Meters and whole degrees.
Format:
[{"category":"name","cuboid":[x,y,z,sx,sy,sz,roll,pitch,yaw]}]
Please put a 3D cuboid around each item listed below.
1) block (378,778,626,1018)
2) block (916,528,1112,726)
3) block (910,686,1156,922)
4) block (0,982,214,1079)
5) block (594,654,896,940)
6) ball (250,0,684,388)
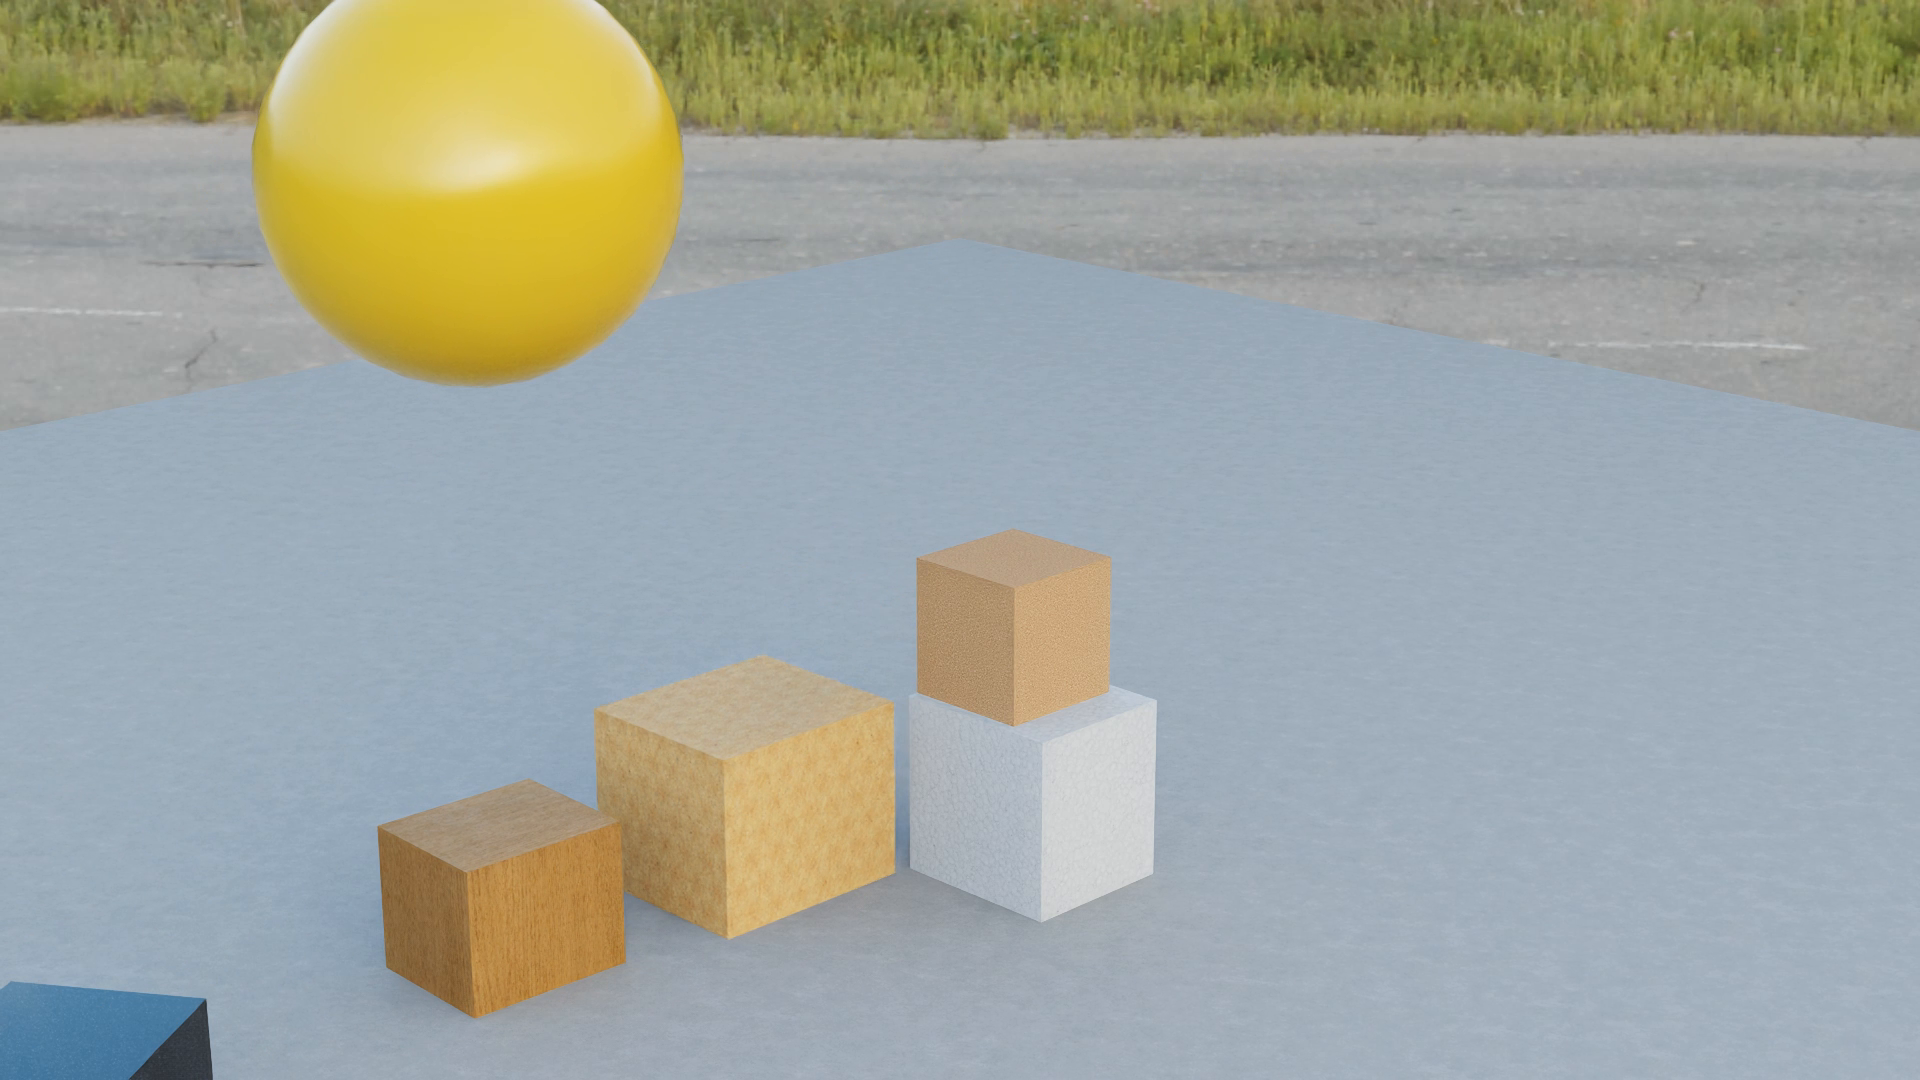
[{"category":"block","cuboid":[-1.943,1.508,12.458,0.774,0.654,0.663,-16,23,-41]},{"category":"block","cuboid":[0.241,0.384,13.216,0.623,0.643,0.610,-17,24,-42]},{"category":"block","cuboid":[0.328,1.118,13.370,0.747,0.849,0.833,-17,24,-42]},{"category":"block","cuboid":[-3.190,2.092,10.510,0.770,0.706,0.726,3,18,10]},{"category":"block","cuboid":[-0.970,1.143,13.306,0.890,0.841,1.010,17,24,42]},{"category":"ball","cuboid":[-1.834,-1.371,10.988,1.600,1.600,1.600,0,17,0]}]
